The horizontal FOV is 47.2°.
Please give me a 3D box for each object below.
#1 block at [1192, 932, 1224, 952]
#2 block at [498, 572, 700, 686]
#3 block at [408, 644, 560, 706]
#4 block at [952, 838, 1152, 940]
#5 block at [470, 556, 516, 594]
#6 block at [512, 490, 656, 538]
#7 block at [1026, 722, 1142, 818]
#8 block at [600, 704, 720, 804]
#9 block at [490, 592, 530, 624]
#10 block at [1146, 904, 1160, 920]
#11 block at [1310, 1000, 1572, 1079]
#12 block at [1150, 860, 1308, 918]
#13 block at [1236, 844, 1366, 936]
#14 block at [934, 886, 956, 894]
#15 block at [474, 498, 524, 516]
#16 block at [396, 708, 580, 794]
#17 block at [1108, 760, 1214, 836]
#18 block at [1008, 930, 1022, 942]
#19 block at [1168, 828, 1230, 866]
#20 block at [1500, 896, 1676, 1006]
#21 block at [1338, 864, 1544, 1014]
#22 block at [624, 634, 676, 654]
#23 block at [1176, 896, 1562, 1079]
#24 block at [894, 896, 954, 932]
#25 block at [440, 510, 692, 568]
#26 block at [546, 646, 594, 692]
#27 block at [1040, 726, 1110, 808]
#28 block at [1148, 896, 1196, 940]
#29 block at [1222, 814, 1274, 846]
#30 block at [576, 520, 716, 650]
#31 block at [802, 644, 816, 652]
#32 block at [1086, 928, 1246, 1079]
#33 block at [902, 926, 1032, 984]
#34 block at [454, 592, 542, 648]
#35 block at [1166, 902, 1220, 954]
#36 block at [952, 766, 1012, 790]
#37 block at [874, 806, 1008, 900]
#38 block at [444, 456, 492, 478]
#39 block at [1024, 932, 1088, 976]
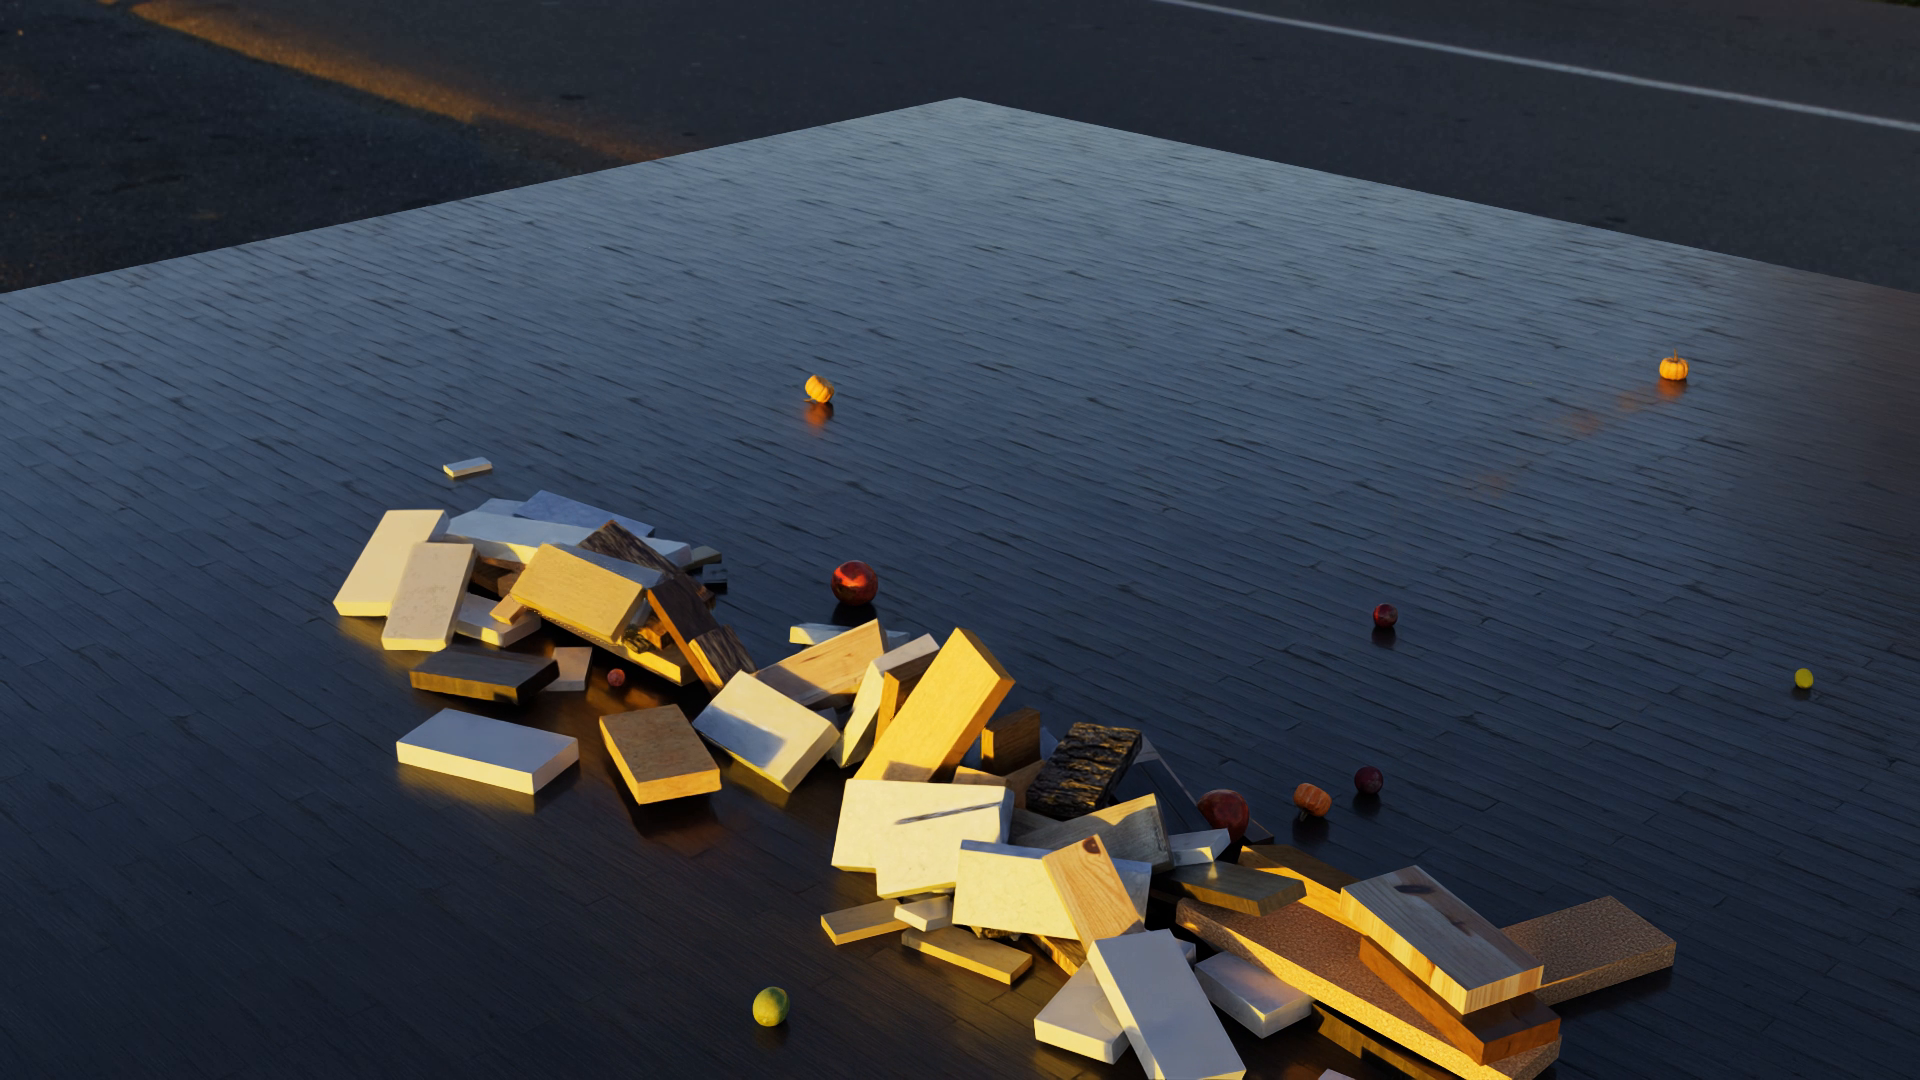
[{"bbox_3d":[0.493,0.721,3.977,0.155,0.022,0.077,34,39,27],"label":"block"},{"bbox_3d":[-0.815,0.186,5.187,0.700,0.048,0.171,21,31,40],"label":"block"},{"bbox_3d":[-1.073,0.301,4.960,0.302,0.043,0.151,6,24,27],"label":"block"},{"bbox_3d":[0.165,0.637,3.965,0.344,0.150,0.043,7,20,4],"label":"block"},{"bbox_3d":[-0.956,0.166,5.333,0.948,0.028,0.100,21,31,40],"label":"block"},{"bbox_3d":[-0.974,-0.032,5.690,0.327,0.046,0.163,18,26,10],"label":"block"},{"bbox_3d":[0.241,0.444,4.246,0.139,0.039,0.277,6,27,23],"label":"block"},{"bbox_3d":[-0.627,0.442,4.576,0.170,0.048,0.340,-8,22,-20],"label":"block"},{"bbox_3d":[-1.049,0.142,5.238,0.069,0.020,0.139,13,49,35],"label":"block"},{"bbox_3d":[0.332,0.645,4.134,0.070,0.020,0.140,-17,56,-37],"label":"block"},{"bbox_3d":[1.116,1.012,3.313,0.173,0.049,1.426,-17,29,-35],"label":"block"},{"bbox_3d":[0.464,0.609,3.899,0.099,0.028,0.380,-19,8,-25],"label":"block"},{"bbox_3d":[0.675,0.637,3.978,0.320,0.045,0.160,24,10,38],"label":"block"},{"bbox_3d":[0.002,0.654,4.112,0.098,0.014,0.049,-8,-16,44],"label":"block"},{"bbox_3d":[-1.138,-0.048,5.819,0.302,0.043,0.151,7,24,15],"label":"block"},{"bbox_3d":[-0.998,0.444,4.652,0.340,0.048,0.170,10,25,22],"label":"block"},{"bbox_3d":[0.384,0.532,4.339,0.139,0.039,0.277,-8,29,-18],"label":"block"},{"bbox_3d":[0.088,0.693,4.064,0.015,0.052,0.103,29,4,-35],"label":"block"},{"bbox_3d":[0.392,0.576,4.078,0.198,0.028,0.099,-12,8,28],"label":"block"},{"bbox_3d":[1.090,0.742,3.949,0.347,0.049,0.173,-11,25,-24],"label":"block"},{"bbox_3d":[0.811,0.672,3.727,0.164,0.047,0.329,-11,28,-27],"label":"block"},{"bbox_3d":[-0.696,0.228,5.006,0.119,0.017,0.059,-16,28,-33],"label":"block"},{"bbox_3d":[0.686,0.748,3.769,0.677,0.045,0.160,24,32,38],"label":"block"},{"bbox_3d":[-0.044,0.688,4.055,0.075,0.021,0.149,19,12,37],"label":"block"},{"bbox_3d":[-0.992,0.013,5.387,0.740,0.046,0.163,8,22,34],"label":"block"},{"bbox_3d":[-0.894,0.295,5.034,0.088,0.025,0.176,-1,23,-2],"label":"block"},{"bbox_3d":[0.247,0.509,4.350,0.047,0.164,0.328,-36,29,-3],"label":"block"},{"bbox_3d":[0.403,0.677,4.085,0.070,0.020,0.140,-23,49,-40],"label":"block"},{"bbox_3d":[0.574,0.579,4.379,0.052,0.015,0.103,-12,26,-25],"label":"block"},{"bbox_3d":[-0.742,0.100,5.043,0.341,0.048,0.171,34,55,25],"label":"block"},{"bbox_3d":[-0.277,0.273,5.086,0.176,0.025,0.088,5,23,11],"label":"block"},{"bbox_3d":[0.344,0.792,3.690,0.150,0.043,0.301,-4,43,-25],"label":"block"},{"bbox_3d":[0.011,0.742,3.985,0.235,0.021,0.075,15,27,31],"label":"block"},{"bbox_3d":[-1.183,0.179,5.294,0.348,0.036,0.126,14,27,30],"label":"block"},{"bbox_3d":[0.456,0.693,4.043,0.077,0.022,0.155,-16,44,-35],"label":"block"},{"bbox_3d":[0.015,0.547,4.189,0.108,0.215,0.030,11,-16,29],"label":"block"},{"bbox_3d":[-0.035,0.583,4.095,0.253,0.126,0.036,-13,-26,19],"label":"block"},{"bbox_3d":[-1.393,-0.207,6.228,0.119,0.017,0.059,-16,28,-33],"label":"block"},{"bbox_3d":[0.190,0.717,4.032,0.108,0.030,0.627,-13,26,-27],"label":"block"}]
